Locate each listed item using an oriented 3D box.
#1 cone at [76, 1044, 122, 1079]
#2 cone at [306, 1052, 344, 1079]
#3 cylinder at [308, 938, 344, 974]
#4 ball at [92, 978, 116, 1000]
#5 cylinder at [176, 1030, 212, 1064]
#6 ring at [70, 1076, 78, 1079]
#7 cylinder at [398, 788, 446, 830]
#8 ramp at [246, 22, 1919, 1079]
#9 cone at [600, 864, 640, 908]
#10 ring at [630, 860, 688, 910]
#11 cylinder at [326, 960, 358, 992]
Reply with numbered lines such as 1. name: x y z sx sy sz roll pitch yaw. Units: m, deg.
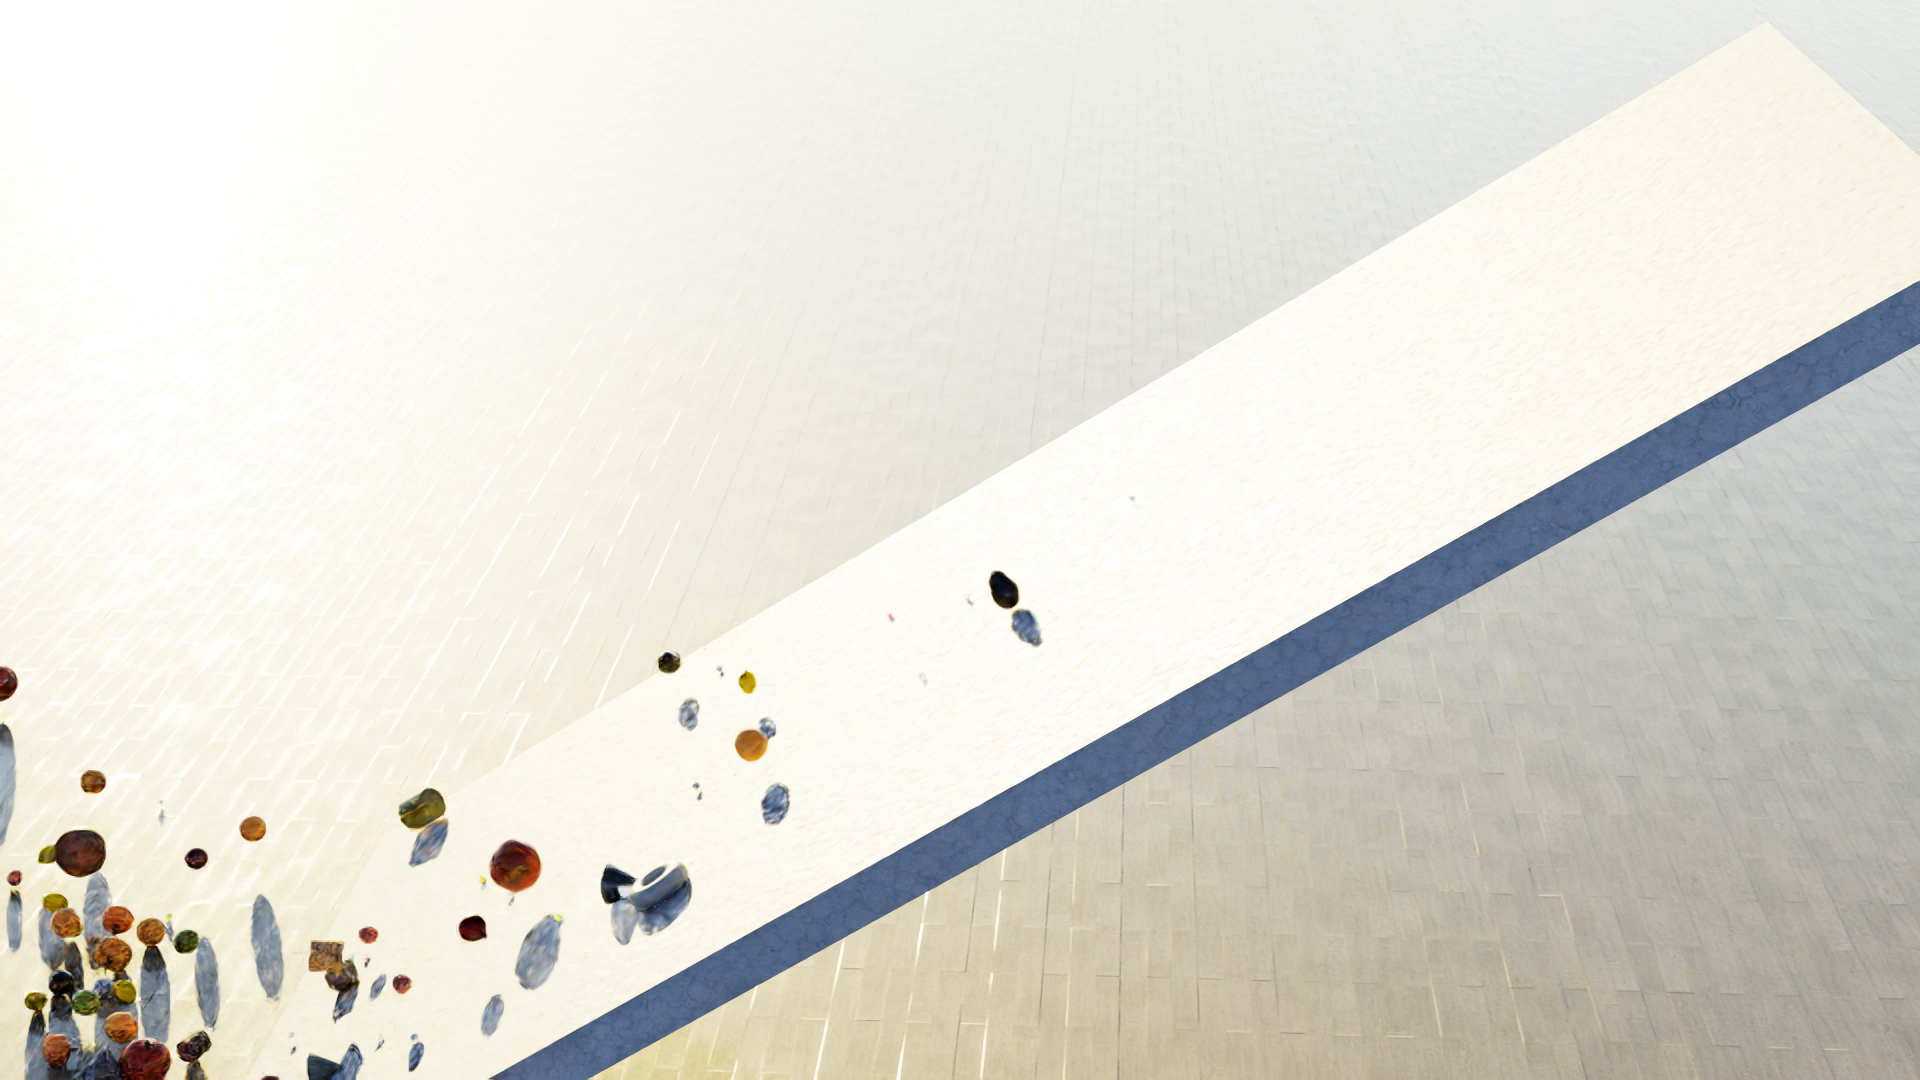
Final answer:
1. cone: -1.945 1.197 6.602 0.097 0.097 0.097 -23 29 -29
2. cone: -1.327 1.109 6.179 0.074 0.074 0.074 -6 20 1
3. cylinder: -1.403 0.921 6.508 0.071 0.071 0.071 5 19 -11
4. ball: -2.044 1.071 7.024 0.052 0.052 0.052 0 20 0
5. cylinder: -1.755 1.160 6.739 0.057 0.057 0.057 8 21 20
6. ring: -1.973 1.231 6.617 0.086 0.029 0.086 0 18 0
7. cylinder: -1.369 0.684 7.484 0.085 0.085 0.085 -30 4 30
8. ramp: 0.140 0.170 6.293 4.000 0.100 2.000 -30 15 13
9. cone: -0.681 0.710 6.056 0.090 0.090 0.090 -5 17 22
10. ring: -0.609 0.696 5.942 0.132 0.044 0.132 -31 14 9
11. cylinder: -1.402 0.989 6.670 0.053 0.053 0.053 -31 13 17
